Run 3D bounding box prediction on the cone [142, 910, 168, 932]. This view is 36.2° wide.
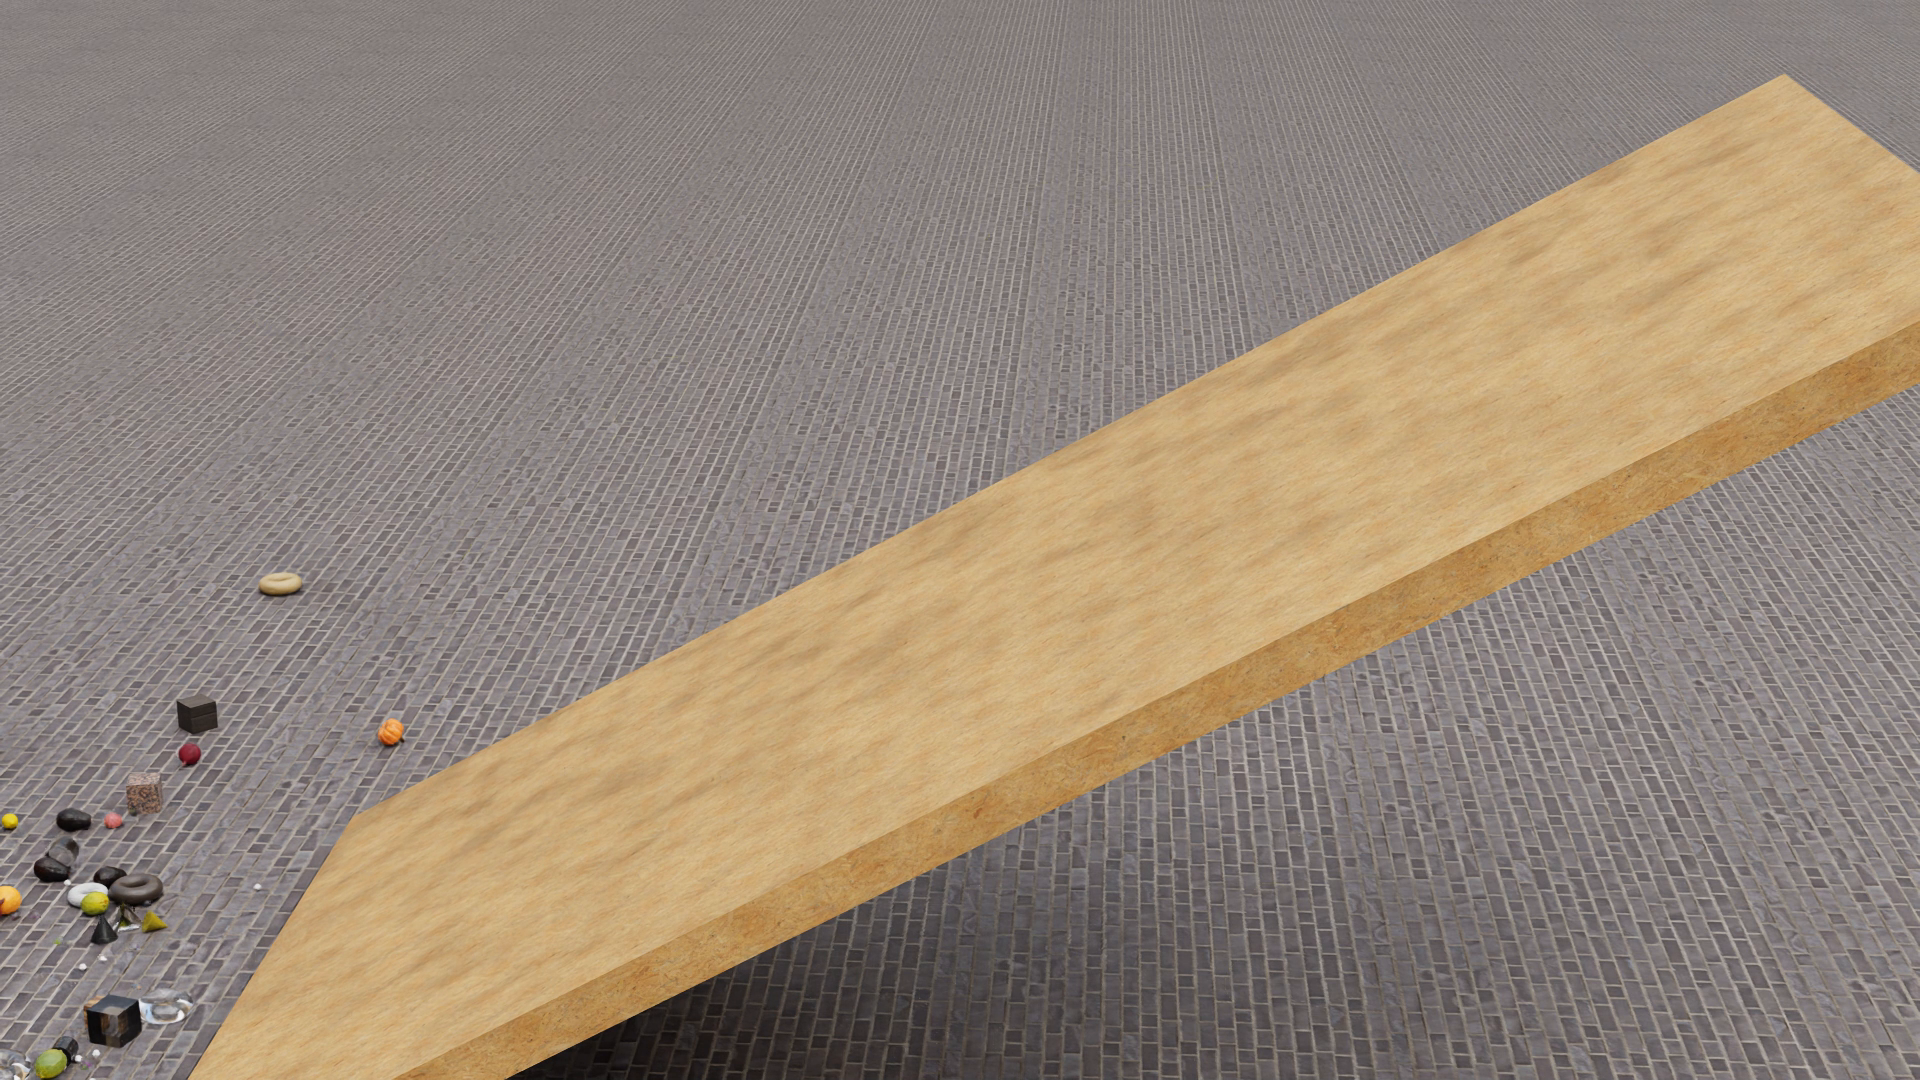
[{"bbox_3d":[-1.958,0.937,7.176,0.056,0.056,0.056,21,7,-29],"label":"cone"}]

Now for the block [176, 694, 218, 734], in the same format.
[{"bbox_3d":[-2.188,0.499,8.435,0.081,0.081,0.081,-16,24,-40],"label":"block"}]

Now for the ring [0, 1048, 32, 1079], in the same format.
[{"bbox_3d":[-2.109,1.162,6.446,0.145,0.048,0.145,1,19,0],"label":"ring"}]

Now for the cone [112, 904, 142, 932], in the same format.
[{"bbox_3d":[-2.020,0.932,7.180,0.072,0.072,0.072,22,10,-22],"label":"cone"}]

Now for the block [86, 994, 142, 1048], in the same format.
[{"bbox_3d":[-1.906,1.085,6.629,0.082,0.082,0.082,7,19,19],"label":"block"}]

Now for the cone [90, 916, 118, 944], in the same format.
[{"bbox_3d":[-2.074,0.935,7.118,0.065,0.065,0.065,0,18,0],"label":"cone"}]

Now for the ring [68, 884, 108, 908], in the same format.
[{"bbox_3d":[-2.171,0.885,7.325,0.100,0.033,0.100,1,19,0],"label":"ring"}]

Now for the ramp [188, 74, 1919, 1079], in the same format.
[{"bbox_3d":[0.142,0.167,6.283,4.000,0.100,2.000,-27,14,11],"label":"ramp"}]

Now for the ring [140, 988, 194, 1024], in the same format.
[{"bbox_3d":[-1.823,1.068,6.745,0.129,0.043,0.129,1,19,0],"label":"ring"}]

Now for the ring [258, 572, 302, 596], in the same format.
[{"bbox_3d":[-2.215,0.143,9.589,0.139,0.046,0.139,-1,17,0],"label":"ring"}]

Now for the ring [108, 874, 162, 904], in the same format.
[{"bbox_3d":[-2.058,0.872,7.346,0.132,0.044,0.132,-1,17,0],"label":"ring"}]

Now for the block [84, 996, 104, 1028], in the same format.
[{"bbox_3d":[-1.955,1.077,6.698,0.055,0.055,0.055,5,19,16],"label":"block"}]

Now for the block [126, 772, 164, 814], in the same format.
[{"bbox_3d":[-2.184,0.679,7.879,0.083,0.083,0.083,-3,18,-8],"label":"block"}]

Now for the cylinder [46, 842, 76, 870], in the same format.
[{"bbox_3d":[-2.293,0.806,7.505,0.072,0.072,0.072,-5,-5,-15],"label":"cylinder"}]
